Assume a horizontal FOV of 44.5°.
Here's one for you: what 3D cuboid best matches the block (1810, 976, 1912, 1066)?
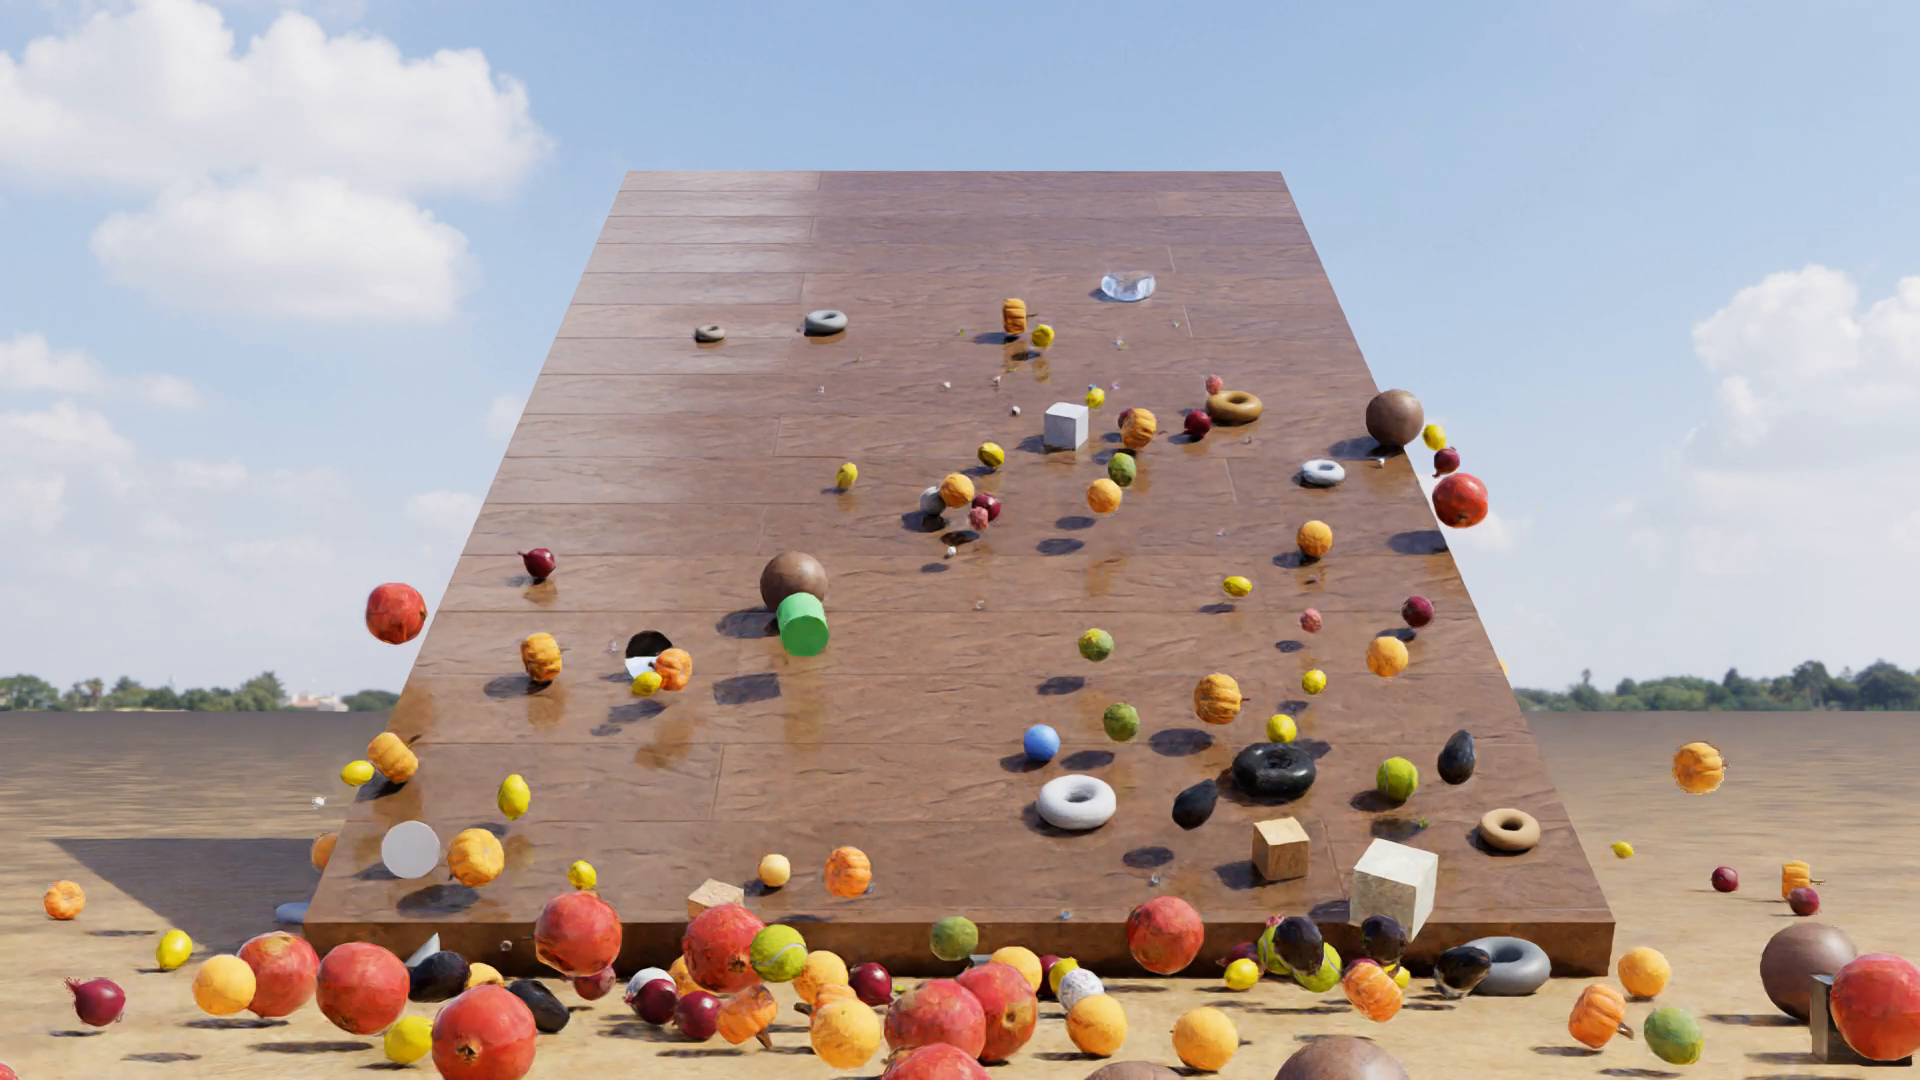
[{"bbox_3d":[1.062,0.567,2.770,0.093,0.093,0.093,-1,-4,8],"label":"block"}]

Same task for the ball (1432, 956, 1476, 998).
[{"bbox_3d":[0.705,0.624,3.349,0.059,0.059,0.059,0,-4,0],"label":"ball"}]

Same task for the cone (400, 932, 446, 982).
[{"bbox_3d":[-0.769,0.599,3.409,0.067,0.067,0.067,12,-26,6],"label":"cone"}]

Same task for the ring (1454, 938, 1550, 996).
[{"bbox_3d":[0.790,0.624,3.433,0.145,0.048,0.145,-5,13,1],"label":"ring"}]

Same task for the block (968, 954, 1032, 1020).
[{"bbox_3d":[0.053,0.603,3.170,0.076,0.076,0.076,0,-4,-6],"label":"block"}]

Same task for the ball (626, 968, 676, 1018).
[{"bbox_3d":[-0.412,0.605,3.133,0.067,0.067,0.067,0,-4,0],"label":"ball"}]

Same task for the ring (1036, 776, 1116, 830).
[{"bbox_3d":[0.191,0.430,3.845,0.131,0.044,0.131,-1,25,1],"label":"ring"}]

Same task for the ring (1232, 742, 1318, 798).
[{"bbox_3d":[0.527,0.385,3.936,0.143,0.048,0.143,0,24,0],"label":"ring"}]

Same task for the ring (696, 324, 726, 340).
[{"bbox_3d":[-0.623,-0.518,5.861,0.075,0.025,0.075,0,24,0],"label":"ring"}]

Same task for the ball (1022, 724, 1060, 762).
[{"bbox_3d":[0.138,0.346,3.999,0.062,0.062,0.062,0,-4,0],"label":"ball"}]

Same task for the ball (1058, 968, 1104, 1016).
[{"bbox_3d":[0.162,0.609,3.158,0.063,0.063,0.063,0,-4,0],"label":"ball"}]

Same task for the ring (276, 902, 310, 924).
[{"bbox_3d":[-1.258,0.717,4.510,0.111,0.037,0.111,-1,-4,0],"label":"ring"}]

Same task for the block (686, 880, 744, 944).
[{"bbox_3d":[-0.369,0.561,3.544,0.061,0.061,0.061,13,29,25],"label":"block"}]

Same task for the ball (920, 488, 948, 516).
[{"bbox_3d":[-0.055,-0.081,4.901,0.060,0.060,0.060,0,-4,0],"label":"ball"}]

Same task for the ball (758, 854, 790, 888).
[{"bbox_3d":[-0.289,0.514,3.654,0.051,0.051,0.051,0,-4,0],"label":"ball"}]

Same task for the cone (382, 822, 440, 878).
[{"bbox_3d":[-0.867,0.487,3.722,0.090,0.090,0.090,1,-2,-8],"label":"cone"}]

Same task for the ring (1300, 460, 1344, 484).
[{"bbox_3d":[0.785,-0.147,5.079,0.094,0.031,0.094,1,24,0],"label":"ring"}]

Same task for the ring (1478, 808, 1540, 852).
[{"bbox_3d":[0.885,0.467,3.782,0.098,0.033,0.098,-1,26,0],"label":"ring"}]

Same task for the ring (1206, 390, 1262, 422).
[{"bbox_3d":[0.631,-0.308,5.405,0.130,0.043,0.130,1,25,-1],"label":"ring"}]

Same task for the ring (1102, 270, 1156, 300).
[{"bbox_3d":[0.443,-0.671,6.164,0.143,0.048,0.143,0,27,0],"label":"ring"}]

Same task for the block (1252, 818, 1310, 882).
[{"bbox_3d":[0.505,0.487,3.697,0.068,0.068,0.068,-6,26,-13],"label":"block"}]

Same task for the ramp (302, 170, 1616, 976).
[{"bbox_3d":[-0.009,-0.229,5.401,2.000,0.100,4.000,0,25,0],"label":"ramp"}]

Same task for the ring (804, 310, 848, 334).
[{"bbox_3d":[-0.338,-0.551,5.919,0.109,0.036,0.109,-1,25,1],"label":"ring"}]

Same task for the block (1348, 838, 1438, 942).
[{"bbox_3d":[0.659,0.531,3.567,0.099,0.099,0.099,13,28,26],"label":"block"}]

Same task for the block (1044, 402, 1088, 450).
[{"bbox_3d":[0.238,-0.256,5.256,0.075,0.075,0.075,11,27,21],"label":"block"}]
